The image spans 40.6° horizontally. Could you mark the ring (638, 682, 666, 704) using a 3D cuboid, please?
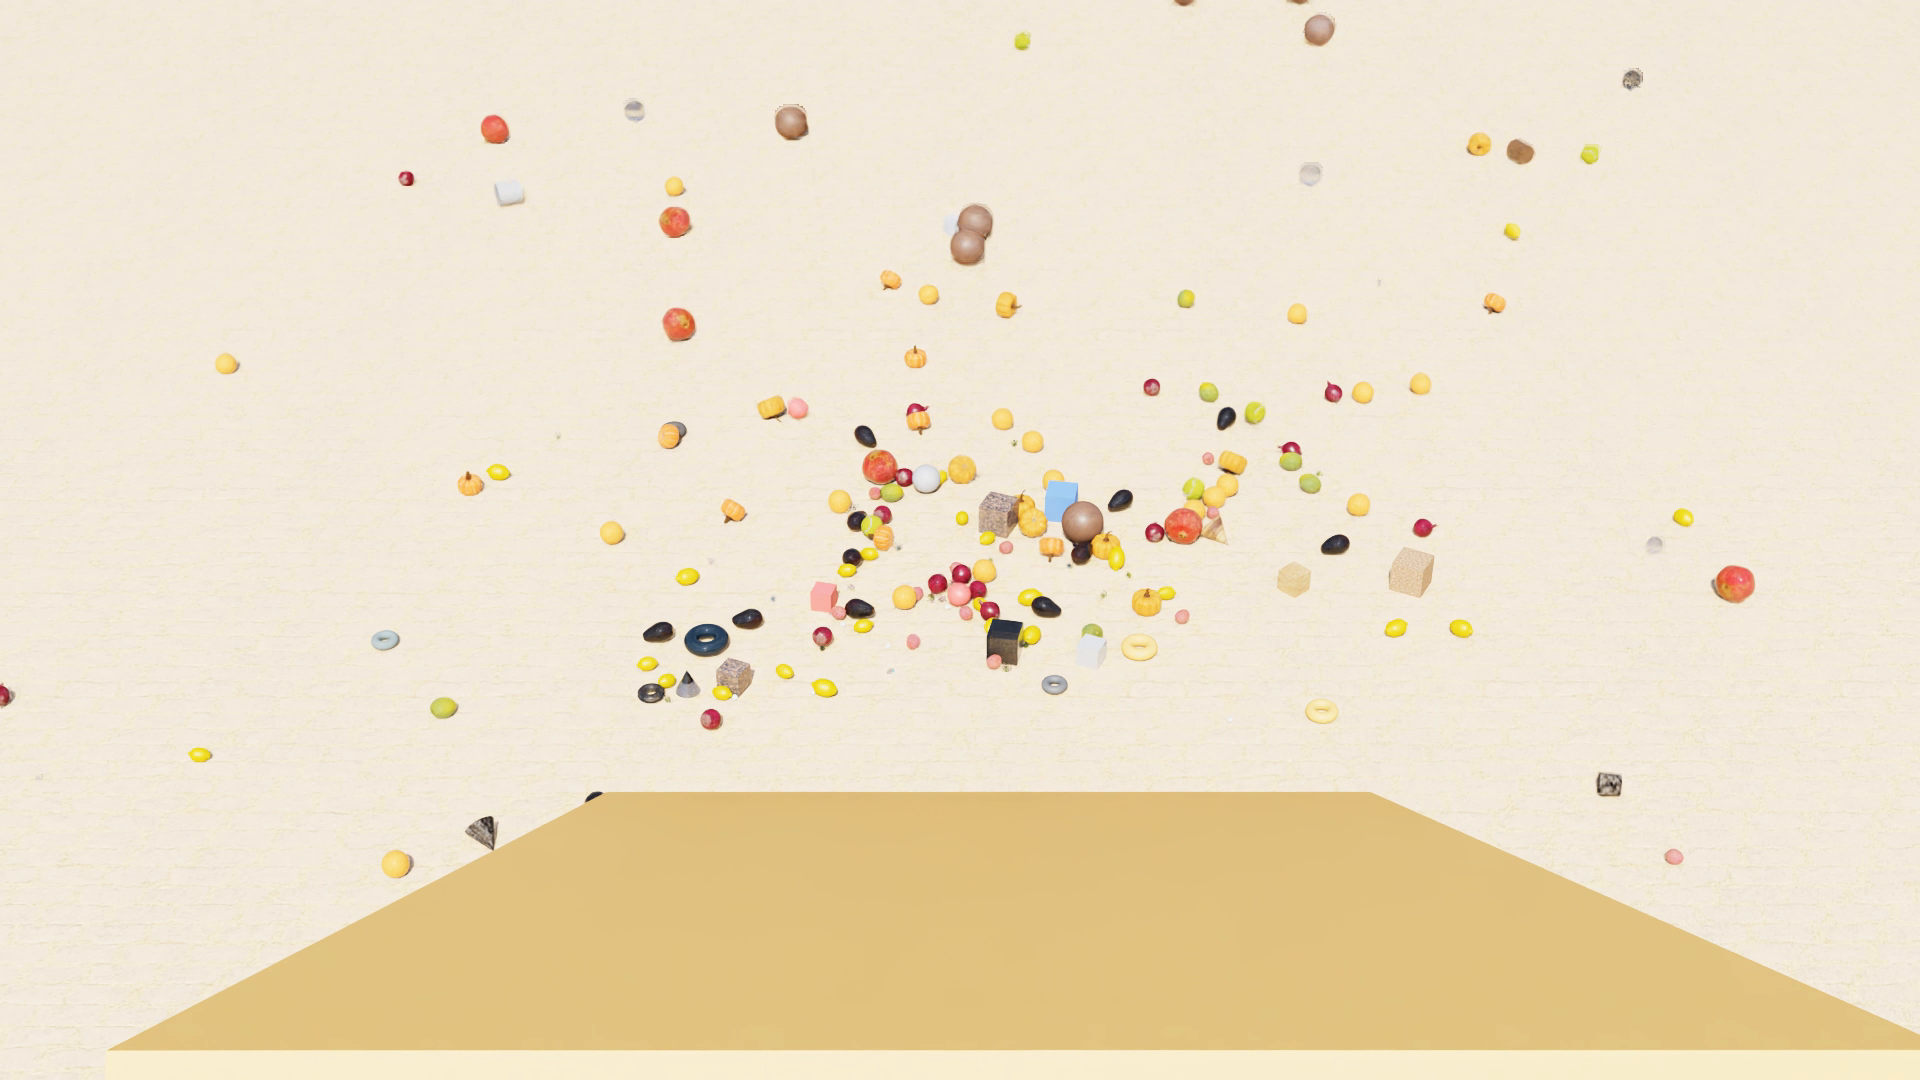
[{"bbox_3d":[-0.864,0.429,7.266,0.079,0.026,0.079,-1,33,0],"label":"ring"}]

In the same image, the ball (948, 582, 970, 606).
[{"bbox_3d":[-0.003,0.160,7.620,0.070,0.070,0.070,0,34,0],"label":"ball"}]

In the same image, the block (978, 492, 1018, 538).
[{"bbox_3d":[0.118,-0.077,7.946,0.094,0.094,0.094,13,37,19],"label":"block"}]

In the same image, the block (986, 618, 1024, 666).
[{"bbox_3d":[0.128,0.291,7.410,0.090,0.090,0.090,7,35,10],"label":"block"}]

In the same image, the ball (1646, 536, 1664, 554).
[{"bbox_3d":[2.100,0.015,7.848,0.053,0.053,0.053,0,34,0],"label":"ball"}]

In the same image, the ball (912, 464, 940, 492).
[{"bbox_3d":[-0.105,-0.192,8.119,0.090,0.090,0.090,0,34,0],"label":"ball"}]

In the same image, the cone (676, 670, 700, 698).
[{"bbox_3d":[-0.764,0.393,7.276,0.072,0.072,0.072,0,34,0],"label":"cone"}]

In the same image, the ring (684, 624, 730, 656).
[{"bbox_3d":[-0.728,0.287,7.457,0.131,0.044,0.131,-1,35,1],"label":"ring"}]

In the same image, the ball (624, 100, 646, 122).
[{"bbox_3d":[-1.296,-1.709,10.347,0.086,0.086,0.086,0,34,0],"label":"ball"}]

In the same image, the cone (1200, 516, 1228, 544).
[{"bbox_3d":[0.790,-0.015,7.904,0.085,0.085,0.085,-29,70,-35],"label":"cone"}]

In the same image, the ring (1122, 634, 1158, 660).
[{"bbox_3d":[0.514,0.307,7.436,0.105,0.035,0.105,-1,35,1],"label":"ring"}]

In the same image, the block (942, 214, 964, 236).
[{"bbox_3d":[-0.025,-1.160,9.566,0.058,0.058,0.058,26,42,33],"label":"block"}]

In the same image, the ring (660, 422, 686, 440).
[{"bbox_3d":[-0.929,-0.355,8.412,0.087,0.029,0.087,-1,35,1],"label":"ring"}]

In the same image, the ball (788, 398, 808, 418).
[{"bbox_3d":[-0.529,-0.430,8.488,0.067,0.067,0.067,0,34,0],"label":"ball"}]

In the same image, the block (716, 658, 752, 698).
[{"bbox_3d":[-0.635,0.385,7.288,0.071,0.071,0.071,15,37,21],"label":"block"}]

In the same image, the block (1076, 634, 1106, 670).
[{"bbox_3d":[0.374,0.319,7.391,0.066,0.066,0.066,15,37,21],"label":"block"}]

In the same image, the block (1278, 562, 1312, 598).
[{"bbox_3d":[0.989,0.117,7.685,0.068,0.068,0.068,-27,43,-34],"label":"block"}]

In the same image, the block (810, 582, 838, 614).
[{"bbox_3d":[-0.399,0.168,7.614,0.062,0.062,0.062,9,35,12],"label":"block"}]

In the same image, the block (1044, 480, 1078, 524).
[{"bbox_3d":[0.313,-0.117,8.007,0.091,0.091,0.091,5,35,7],"label":"block"}]

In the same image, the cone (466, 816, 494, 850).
[{"bbox_3d":[-1.230,0.776,6.747,0.083,0.083,0.083,-22,67,-29],"label":"cone"}]

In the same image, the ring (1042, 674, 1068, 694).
[{"bbox_3d":[0.266,0.407,7.299,0.075,0.025,0.075,0,35,0],"label":"ring"}]

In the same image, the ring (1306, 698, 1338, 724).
[{"bbox_3d":[1.003,0.474,7.195,0.092,0.031,0.092,-1,35,1],"label":"ring"}]

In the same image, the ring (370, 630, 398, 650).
[{"bbox_3d":[-1.655,0.288,7.471,0.080,0.027,0.080,-1,35,1],"label":"ring"}]

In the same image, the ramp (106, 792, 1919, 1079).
[{"bbox_3d":[0.076,0.656,4.805,2.000,0.100,4.000,0,-2,0],"label":"ramp"}]

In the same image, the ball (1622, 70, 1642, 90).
[{"bbox_3d":[2.743,-1.878,10.602,0.077,0.077,0.077,0,34,0],"label":"ball"}]

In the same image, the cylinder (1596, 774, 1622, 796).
[{"bbox_3d":[1.729,0.652,6.910,0.057,0.057,0.057,5,35,7],"label":"cylinder"}]

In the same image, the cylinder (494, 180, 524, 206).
[{"bbox_3d":[-1.694,-1.302,9.748,0.087,0.087,0.087,-13,36,-18],"label":"cylinder"}]

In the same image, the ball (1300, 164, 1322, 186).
[{"bbox_3d":[1.333,-1.389,9.878,0.084,0.084,0.084,0,34,0],"label":"ball"}]

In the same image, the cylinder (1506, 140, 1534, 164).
[{"bbox_3d":[2.168,-1.502,10.052,0.076,0.076,0.076,-18,38,-24],"label":"cylinder"}]

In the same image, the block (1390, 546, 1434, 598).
[{"bbox_3d":[1.339,0.096,7.690,0.097,0.097,0.097,17,38,23],"label":"block"}]
